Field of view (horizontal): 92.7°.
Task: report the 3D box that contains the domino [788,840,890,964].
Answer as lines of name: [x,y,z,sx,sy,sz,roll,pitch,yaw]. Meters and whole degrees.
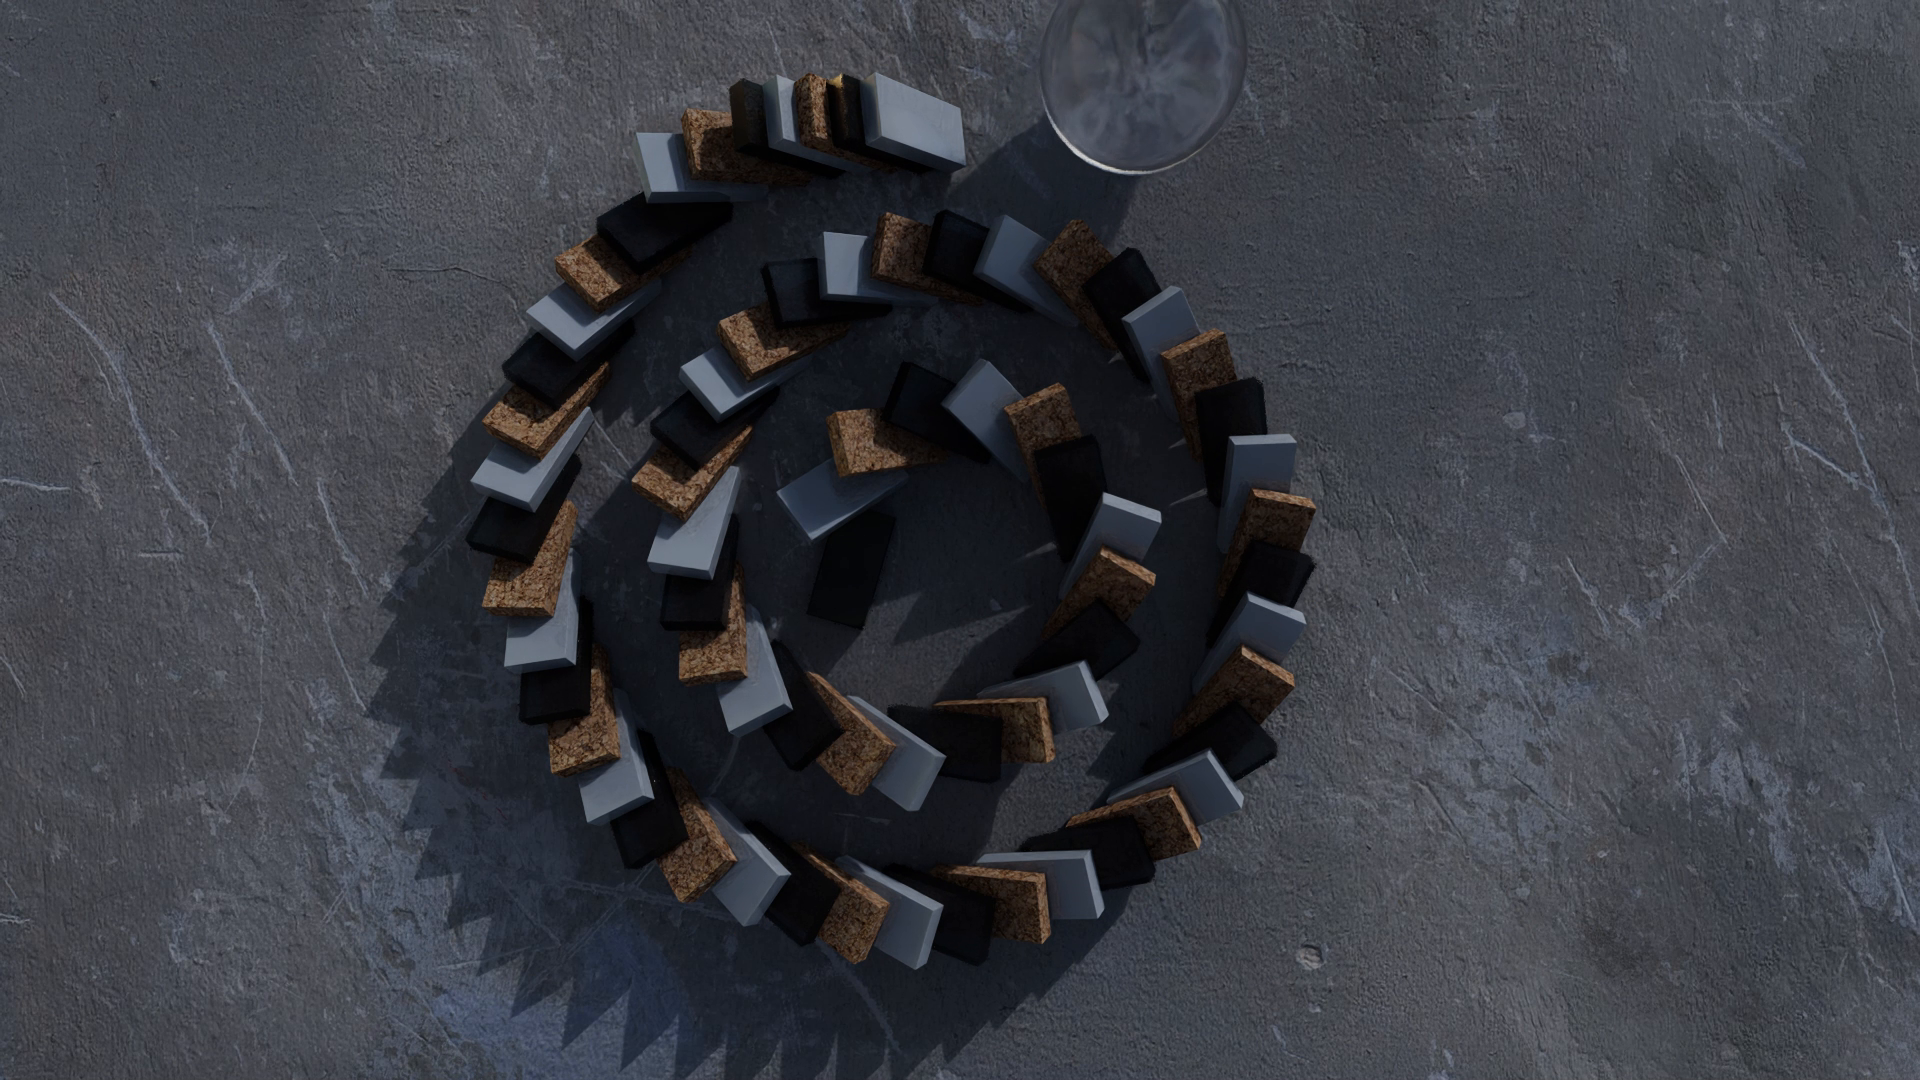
domino: [-0.056,0.151,0.384,0.050,0.009,0.025,25,90,27]

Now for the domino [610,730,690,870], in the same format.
domino: [-0.135,0.108,0.384,0.025,0.010,0.050,-32,62,0]

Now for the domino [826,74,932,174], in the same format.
domino: [-0.031,-0.171,0.378,0.010,0.050,0.025,-6,90,42]

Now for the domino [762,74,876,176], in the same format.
domino: [-0.057,-0.170,0.378,0.010,0.050,0.025,-6,90,42]

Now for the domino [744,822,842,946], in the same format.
domino: [-0.076,0.143,0.384,0.050,0.009,0.025,28,90,27]

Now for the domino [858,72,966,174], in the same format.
domino: [-0.019,-0.171,0.378,0.010,0.050,0.025,-6,90,42]

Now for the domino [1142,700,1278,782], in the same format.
domino: [0.104,0.092,0.384,0.025,0.010,0.050,47,118,0]

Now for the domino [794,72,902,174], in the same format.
domino: [-0.044,-0.171,0.378,0.009,0.050,0.025,-6,90,42]

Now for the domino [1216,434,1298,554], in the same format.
domino: [0.124,-0.019,0.384,0.025,0.009,0.050,-2,118,0]

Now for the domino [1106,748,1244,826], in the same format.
domino: [0.090,0.109,0.384,0.050,0.010,0.025,-33,90,28]

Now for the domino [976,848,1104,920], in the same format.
domino: [0.033,0.145,0.384,0.050,0.010,0.025,-13,90,27]

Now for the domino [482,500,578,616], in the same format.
domino: [-0.180,0.007,0.384,0.025,0.010,0.050,1,63,0]

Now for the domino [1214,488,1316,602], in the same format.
domino: [0.127,0.004,0.384,0.025,0.010,0.050,11,117,0]

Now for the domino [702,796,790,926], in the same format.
domino: [-0.097,0.134,0.384,0.050,0.009,0.025,35,90,27]

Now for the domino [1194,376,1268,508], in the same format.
domino: [0.115,-0.040,0.384,0.025,0.009,0.050,-16,118,0]

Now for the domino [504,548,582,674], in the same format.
domino: [-0.174,0.029,0.384,0.025,0.009,0.050,-8,63,0]

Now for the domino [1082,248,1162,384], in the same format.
domino: [0.075,-0.093,0.384,0.025,0.009,0.050,-39,118,0]

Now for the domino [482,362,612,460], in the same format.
domino: [-0.172,-0.060,0.384,0.025,0.009,0.050,28,63,0]

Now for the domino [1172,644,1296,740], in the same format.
domino: [0.114,0.070,0.384,0.025,0.009,0.050,32,118,0]

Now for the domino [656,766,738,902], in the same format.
domino: [-0.117,0.123,0.384,0.025,0.009,0.050,-43,62,0]

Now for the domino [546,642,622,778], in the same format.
domino: [-0.159,0.071,0.384,0.025,0.010,0.050,-19,63,0]

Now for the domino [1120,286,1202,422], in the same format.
domino: [0.090,-0.077,0.384,0.025,0.009,0.050,-33,118,0]

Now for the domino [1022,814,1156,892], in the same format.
domino: [0.053,0.134,0.384,0.050,0.010,0.025,-23,90,27]

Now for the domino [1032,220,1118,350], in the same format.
domino: [0.056,-0.106,0.384,0.050,0.010,0.025,41,90,-28]

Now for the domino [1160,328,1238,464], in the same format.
domino: [0.104,-0.060,0.384,0.025,0.010,0.050,-25,117,0]

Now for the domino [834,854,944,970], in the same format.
domino: [-0.034,0.155,0.384,0.050,0.009,0.025,17,90,27]

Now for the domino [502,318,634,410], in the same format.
domino: [-0.163,-0.080,0.384,0.025,0.010,0.050,33,63,0]

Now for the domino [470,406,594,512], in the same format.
domino: [-0.178,-0.038,0.384,0.025,0.009,0.050,20,63,0]

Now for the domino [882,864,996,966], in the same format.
domino: [-0.011,0.156,0.384,0.050,0.009,0.025,9,90,28]

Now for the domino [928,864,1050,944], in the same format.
domino: [0.012,0.152,0.384,0.050,0.010,0.025,-5,90,28]

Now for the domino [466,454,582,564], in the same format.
domino: [-0.182,-0.016,0.384,0.025,0.009,0.050,14,63,0]

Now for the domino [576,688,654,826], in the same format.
domino: [-0.148,0.090,0.384,0.025,0.010,0.050,-26,63,0]

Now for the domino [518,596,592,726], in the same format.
domino: [-0.169,0.050,0.384,0.025,0.009,0.050,-10,63,0]

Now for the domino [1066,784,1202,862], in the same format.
domino: [0.072,0.123,0.384,0.050,0.010,0.025,-27,90,27]

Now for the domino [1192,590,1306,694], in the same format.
domino: [0.120,0.048,0.384,0.025,0.010,0.050,22,117,0]

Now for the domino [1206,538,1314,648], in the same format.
domino: [0.125,0.026,0.384,0.025,0.010,0.050,16,117,0]
